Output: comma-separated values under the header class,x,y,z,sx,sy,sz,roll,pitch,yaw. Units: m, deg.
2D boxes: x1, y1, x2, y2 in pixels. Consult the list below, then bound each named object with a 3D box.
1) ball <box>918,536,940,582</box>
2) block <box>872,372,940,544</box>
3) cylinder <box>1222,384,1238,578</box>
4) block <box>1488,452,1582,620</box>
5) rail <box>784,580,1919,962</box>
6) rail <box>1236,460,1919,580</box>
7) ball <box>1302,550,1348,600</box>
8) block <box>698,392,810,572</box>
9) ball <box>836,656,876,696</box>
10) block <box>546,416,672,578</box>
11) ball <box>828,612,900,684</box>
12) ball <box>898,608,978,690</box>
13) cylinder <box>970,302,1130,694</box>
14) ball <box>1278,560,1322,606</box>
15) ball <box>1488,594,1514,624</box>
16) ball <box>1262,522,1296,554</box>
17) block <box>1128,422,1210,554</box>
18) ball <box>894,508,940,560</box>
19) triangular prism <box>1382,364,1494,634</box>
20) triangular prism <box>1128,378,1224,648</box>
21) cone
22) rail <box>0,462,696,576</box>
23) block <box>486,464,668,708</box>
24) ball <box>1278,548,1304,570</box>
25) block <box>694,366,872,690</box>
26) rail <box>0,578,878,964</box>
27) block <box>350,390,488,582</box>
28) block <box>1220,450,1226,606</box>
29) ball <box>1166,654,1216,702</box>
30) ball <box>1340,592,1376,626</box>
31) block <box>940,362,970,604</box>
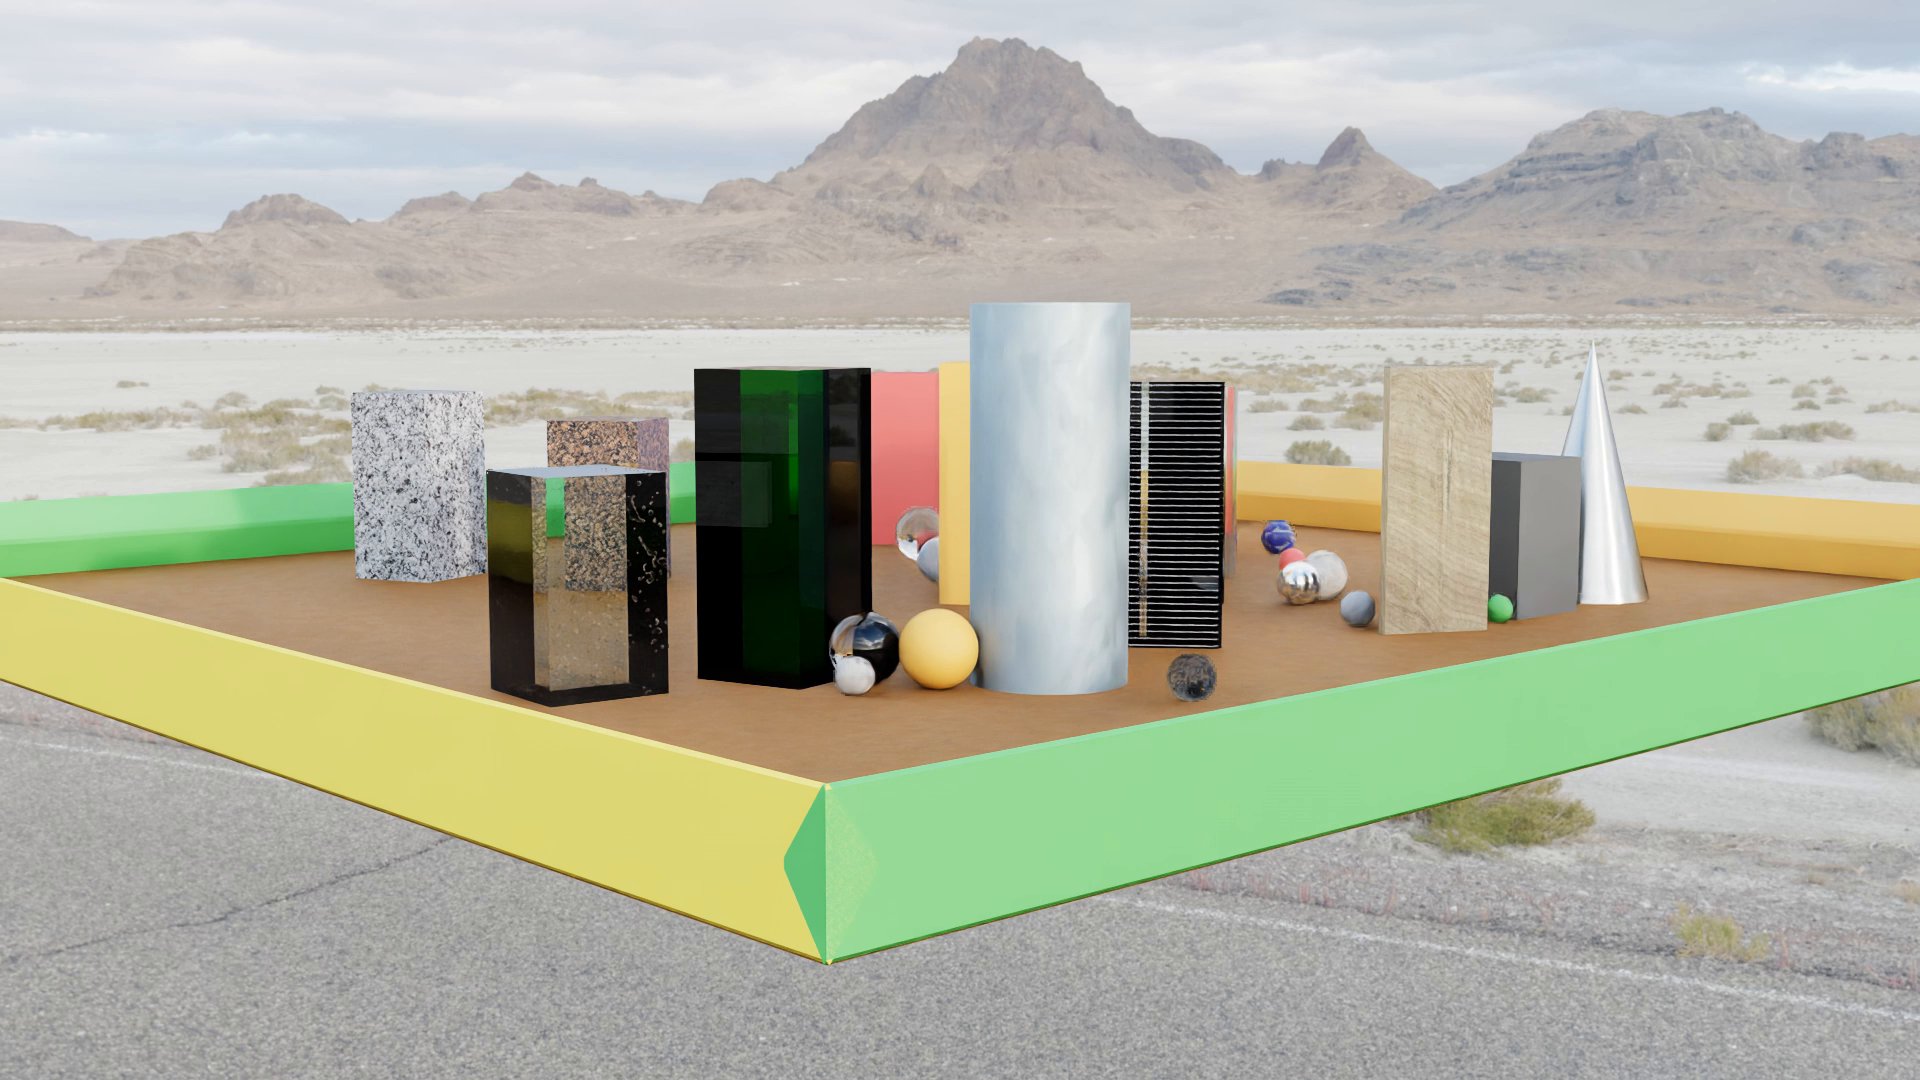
class,x,y,z,sx,sy,sz,roll,pitch,yaw
ball,-0.032,0.032,3.574,0.074,0.074,0.074,0,6,0
block,-0.113,-0.158,4.201,0.151,0.321,0.151,1,6,6
cylinder,0.368,-0.100,3.676,0.189,0.315,0.189,0,6,0
block,0.803,-0.009,3.237,0.151,0.227,0.151,-5,8,-41
rail,0.867,0.131,2.398,2.650,0.123,0.045,-6,8,-42
rail,0.956,-0.061,4.210,0.045,0.123,2.605,-6,8,-42
ball,0.555,0.054,3.359,0.076,0.076,0.076,0,6,0
block,-0.353,-0.102,3.794,0.151,0.295,0.151,1,6,12
ball,-0.120,0.157,2.531,0.046,0.046,0.046,0,6,0
block,-0.567,-0.064,3.565,0.151,0.266,0.151,1,6,11
ball,-0.112,0.128,2.603,0.087,0.087,0.087,0,6,0
ball,-0.025,0.127,2.573,0.095,0.095,0.095,0,6,0
cylinder,0.106,-0.055,2.608,0.189,0.450,0.189,0,6,0
ball,0.509,0.065,3.298,0.067,0.067,0.067,0,6,0
ball,0.763,0.098,3.113,0.040,0.040,0.040,0,6,0
ball,0.576,-0.004,3.978,0.060,0.060,0.060,0,6,0
block,0.371,-0.099,4.066,0.151,0.231,0.151,2,6,16
ball,-0.068,-0.010,3.876,0.094,0.094,0.094,0,6,0
triangular prism,0.634,-0.062,3.079,0.164,0.365,0.142,-2,6,-17
triangular prism,0.269,-0.040,2.944,0.164,0.349,0.142,1,6,7
cone,0.969,-0.110,3.387,0.189,0.396,0.189,0,6,0
rail,-0.867,-0.067,4.267,2.650,0.123,0.045,-6,8,-42
block,-0.444,0.048,2.549,0.151,0.257,0.151,-5,8,-37
ball,0.555,0.036,3.676,0.045,0.045,0.045,0,6,0
block,-0.212,-0.021,2.654,0.151,0.373,0.151,4,7,32
rail,-0.956,0.125,2.455,0.045,0.123,2.605,-6,8,-42
block,-0.898,-0.093,3.656,0.151,0.306,0.151,3,7,26
block,0.295,-0.016,3.273,0.151,0.232,0.151,3,7,28
ball,0.262,0.156,2.495,0.055,0.055,0.055,0,6,0
ball,0.558,0.096,3.082,0.050,0.050,0.050,0,6,0
block,0.055,-0.090,3.360,0.151,0.362,0.151,1,6,8
